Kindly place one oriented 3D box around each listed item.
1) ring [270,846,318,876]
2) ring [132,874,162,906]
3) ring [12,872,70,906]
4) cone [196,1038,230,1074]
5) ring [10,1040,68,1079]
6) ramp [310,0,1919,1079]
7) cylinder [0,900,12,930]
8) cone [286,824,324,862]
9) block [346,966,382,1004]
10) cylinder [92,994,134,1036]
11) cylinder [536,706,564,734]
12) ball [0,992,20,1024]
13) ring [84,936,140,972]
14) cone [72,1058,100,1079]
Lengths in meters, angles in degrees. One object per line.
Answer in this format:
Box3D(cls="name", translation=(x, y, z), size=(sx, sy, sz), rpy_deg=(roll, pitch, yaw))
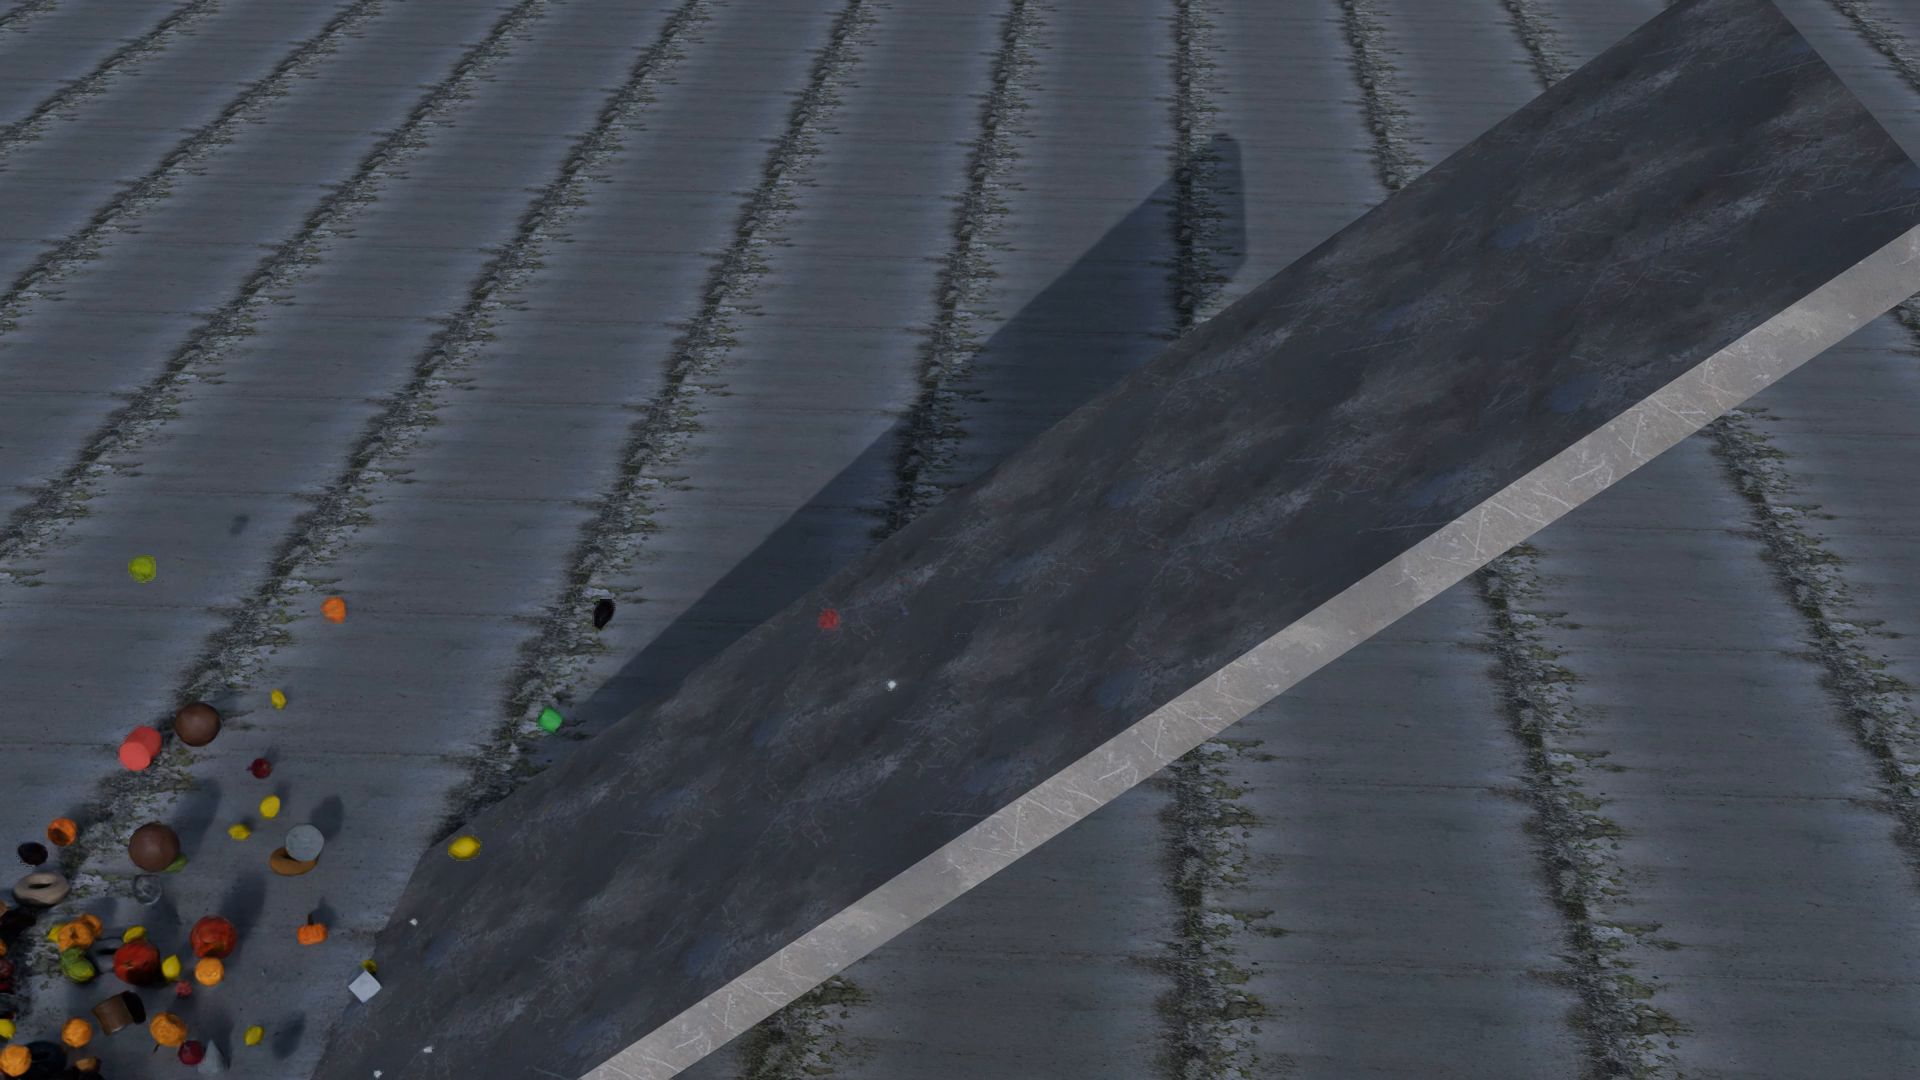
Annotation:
Box3D(cls="ring", translation=(-1.785, 0.857, 7.882), size=(0.130, 0.043, 0.130), rpy_deg=(1, 21, 0))
Box3D(cls="ring", translation=(-2.125, 0.913, 7.681), size=(0.028, 0.084, 0.084), rpy_deg=(-25, 3, 39))
Box3D(cls="ring", translation=(-2.415, 0.918, 7.728), size=(0.144, 0.048, 0.144), rpy_deg=(0, 21, 0))
Box3D(cls="cone", translation=(-1.773, 1.211, 6.970), size=(0.080, 0.080, 0.080), rpy_deg=(1, 26, 0))
Box3D(cls="ring", translation=(-2.183, 1.233, 6.971), size=(0.131, 0.044, 0.131), rpy_deg=(1, 23, 0))
Box3D(cls="ramp", translation=(0.130, 0.178, 6.319), size=(4.000, 0.100, 2.000), rpy_deg=(-34, 16, 16))
Box3D(cls="cylinder", translation=(-2.492, 0.973, 7.546), size=(0.082, 0.082, 0.082), rpy_deg=(13, 42, 29))
Box3D(cls="cone", translation=(-1.751, 0.815, 7.866), size=(0.100, 0.100, 0.100), rpy_deg=(-4, -11, -11))
Box3D(cls="block", translation=(-1.427, 1.063, 7.032), size=(0.058, 0.058, 0.058), rpy_deg=(-42, 16, -13))
Box3D(cls="cylinder", translation=(-2.000, 1.122, 6.946), size=(0.073, 0.073, 0.073), rpy_deg=(-30, -6, -3))
Box3D(cls="cylinder", translation=(-1.180, 0.518, 8.473), size=(0.057, 0.057, 0.057), rpy_deg=(32, 20, -10))
Box3D(cls="ball", translation=(-2.326, 1.139, 7.155), size=(0.075, 0.075, 0.075), rpy_deg=(0, 22, 0))
Box3D(cls="ring", translation=(-2.139, 1.046, 7.421), size=(0.137, 0.046, 0.137), rpy_deg=(-1, 22, 0))
Box3D(cls="cone", translation=(-2.044, 1.264, 6.911), size=(0.068, 0.068, 0.068), rpy_deg=(-12, 52, -26))
